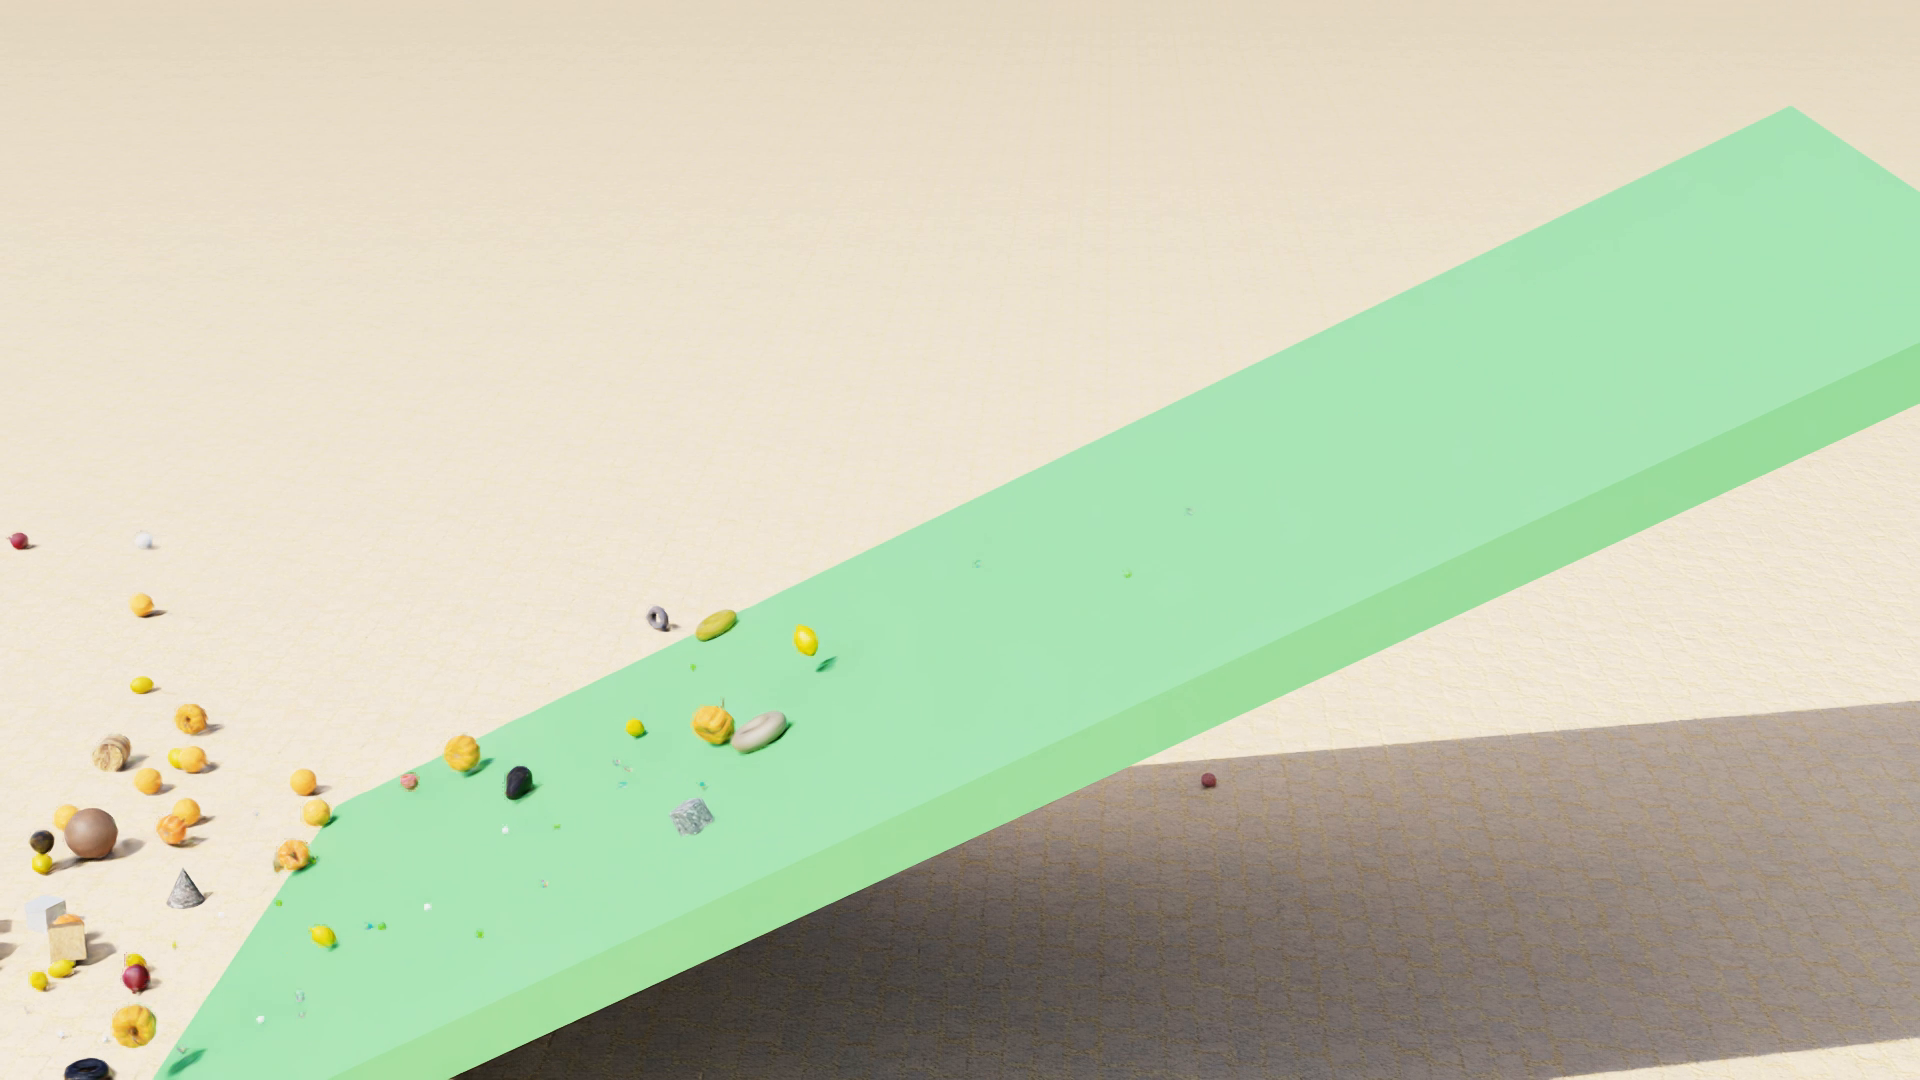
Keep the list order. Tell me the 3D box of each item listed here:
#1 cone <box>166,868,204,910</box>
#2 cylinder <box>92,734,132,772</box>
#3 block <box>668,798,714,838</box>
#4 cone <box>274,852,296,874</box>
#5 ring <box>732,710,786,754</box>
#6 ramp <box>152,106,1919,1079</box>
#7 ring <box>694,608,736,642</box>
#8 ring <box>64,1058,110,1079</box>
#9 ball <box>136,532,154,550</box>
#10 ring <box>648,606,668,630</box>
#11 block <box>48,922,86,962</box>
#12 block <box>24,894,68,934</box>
[{"bbox_3d":[-1.901,0.843,7.206,0.092,0.092,0.092,0,17,0],"label":"cone"},{"bbox_3d":[-2.326,0.585,8.073,0.083,0.083,0.083,0,17,1],"label":"cylinder"},{"bbox_3d":[-0.536,0.553,5.864,0.054,0.054,0.054,-13,20,47],"label":"block"},{"bbox_3d":[-1.655,0.793,7.232,0.052,0.052,0.052,-2,17,5],"label":"cone"},{"bbox_3d":[-0.424,0.406,6.207,0.129,0.043,0.129,-28,14,7],"label":"ring"},{"bbox_3d":[0.140,0.168,6.281,4.000,0.100,2.000,-26,14,10],"label":"ramp"},{"bbox_3d":[-0.604,0.211,7.274,0.117,0.039,0.117,-28,14,7],"label":"ring"},{"bbox_3d":[-1.875,1.144,6.316,0.098,0.033,0.098,0,18,0],"label":"ring"},{"bbox_3d":[-2.782,0.004,10.029,0.060,0.060,0.060,0,17,0],"label":"ball"},{"bbox_3d":[-0.946,0.245,9.204,0.078,0.078,0.026,11,20,32],"label":"ring"},{"bbox_3d":[-2.088,0.940,6.877,0.079,0.079,0.079,-5,1,-17],"label":"block"},{"bbox_3d":[-2.194,0.900,7.064,0.066,0.066,0.066,9,19,27],"label":"block"}]
